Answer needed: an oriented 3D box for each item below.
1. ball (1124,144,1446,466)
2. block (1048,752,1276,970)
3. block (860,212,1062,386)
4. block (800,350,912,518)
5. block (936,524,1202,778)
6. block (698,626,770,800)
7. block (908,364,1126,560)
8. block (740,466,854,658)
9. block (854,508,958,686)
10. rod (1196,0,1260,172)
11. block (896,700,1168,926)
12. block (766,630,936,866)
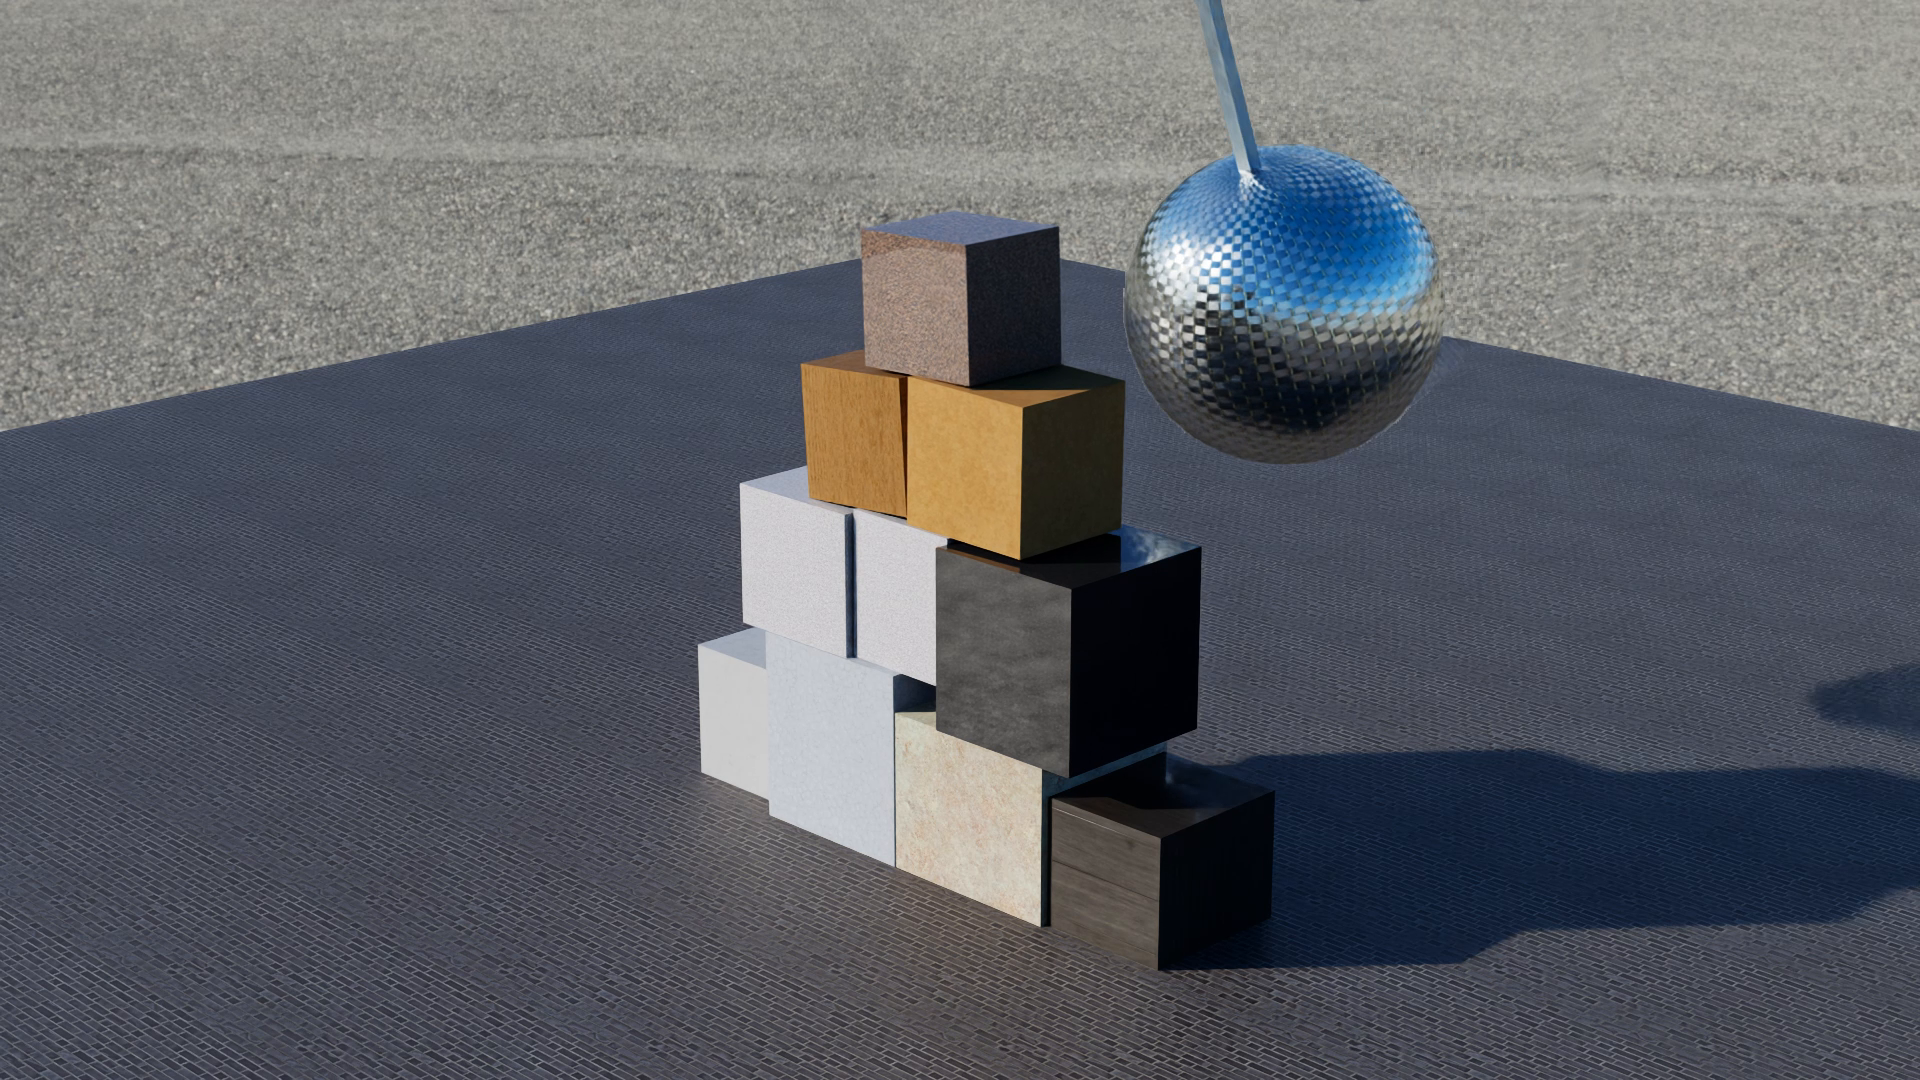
[{"bbox_3d":[1.623,-1.175,14.674,1.600,1.600,1.600,0,17,0],"label":"ball"},{"bbox_3d":[0.883,1.397,12.883,0.759,0.610,0.646,-17,24,-42],"label":"block"},{"bbox_3d":[0.007,-1.079,12.996,0.583,0.618,0.654,-17,22,-42],"label":"block"},{"bbox_3d":[-0.259,-0.520,13.450,0.635,0.632,0.648,-17,20,-42],"label":"block"},{"bbox_3d":[0.477,0.440,12.985,0.840,0.855,0.812,-17,24,-42],"label":"block"},{"bbox_3d":[-0.857,0.843,14.534,0.587,0.676,0.643,-17,24,-42],"label":"block"},{"bbox_3d":[0.245,-0.385,12.967,0.651,0.680,0.697,-17,25,-42],"label":"block"},{"bbox_3d":[-0.512,0.059,13.885,0.754,0.690,0.721,-17,24,-42],"label":"block"},{"bbox_3d":[-0.035,0.193,13.425,0.672,0.709,0.601,-17,25,-42],"label":"block"},{"bbox_3d":[0.703,-3.896,12.854,0.080,5.200,0.080,17,46,42],"label":"rod"},{"bbox_3d":[0.322,1.158,13.392,0.826,0.760,0.916,-17,24,-42],"label":"block"},{"bbox_3d":[-0.335,0.888,13.958,0.780,0.936,0.871,-17,24,-42],"label":"block"}]
